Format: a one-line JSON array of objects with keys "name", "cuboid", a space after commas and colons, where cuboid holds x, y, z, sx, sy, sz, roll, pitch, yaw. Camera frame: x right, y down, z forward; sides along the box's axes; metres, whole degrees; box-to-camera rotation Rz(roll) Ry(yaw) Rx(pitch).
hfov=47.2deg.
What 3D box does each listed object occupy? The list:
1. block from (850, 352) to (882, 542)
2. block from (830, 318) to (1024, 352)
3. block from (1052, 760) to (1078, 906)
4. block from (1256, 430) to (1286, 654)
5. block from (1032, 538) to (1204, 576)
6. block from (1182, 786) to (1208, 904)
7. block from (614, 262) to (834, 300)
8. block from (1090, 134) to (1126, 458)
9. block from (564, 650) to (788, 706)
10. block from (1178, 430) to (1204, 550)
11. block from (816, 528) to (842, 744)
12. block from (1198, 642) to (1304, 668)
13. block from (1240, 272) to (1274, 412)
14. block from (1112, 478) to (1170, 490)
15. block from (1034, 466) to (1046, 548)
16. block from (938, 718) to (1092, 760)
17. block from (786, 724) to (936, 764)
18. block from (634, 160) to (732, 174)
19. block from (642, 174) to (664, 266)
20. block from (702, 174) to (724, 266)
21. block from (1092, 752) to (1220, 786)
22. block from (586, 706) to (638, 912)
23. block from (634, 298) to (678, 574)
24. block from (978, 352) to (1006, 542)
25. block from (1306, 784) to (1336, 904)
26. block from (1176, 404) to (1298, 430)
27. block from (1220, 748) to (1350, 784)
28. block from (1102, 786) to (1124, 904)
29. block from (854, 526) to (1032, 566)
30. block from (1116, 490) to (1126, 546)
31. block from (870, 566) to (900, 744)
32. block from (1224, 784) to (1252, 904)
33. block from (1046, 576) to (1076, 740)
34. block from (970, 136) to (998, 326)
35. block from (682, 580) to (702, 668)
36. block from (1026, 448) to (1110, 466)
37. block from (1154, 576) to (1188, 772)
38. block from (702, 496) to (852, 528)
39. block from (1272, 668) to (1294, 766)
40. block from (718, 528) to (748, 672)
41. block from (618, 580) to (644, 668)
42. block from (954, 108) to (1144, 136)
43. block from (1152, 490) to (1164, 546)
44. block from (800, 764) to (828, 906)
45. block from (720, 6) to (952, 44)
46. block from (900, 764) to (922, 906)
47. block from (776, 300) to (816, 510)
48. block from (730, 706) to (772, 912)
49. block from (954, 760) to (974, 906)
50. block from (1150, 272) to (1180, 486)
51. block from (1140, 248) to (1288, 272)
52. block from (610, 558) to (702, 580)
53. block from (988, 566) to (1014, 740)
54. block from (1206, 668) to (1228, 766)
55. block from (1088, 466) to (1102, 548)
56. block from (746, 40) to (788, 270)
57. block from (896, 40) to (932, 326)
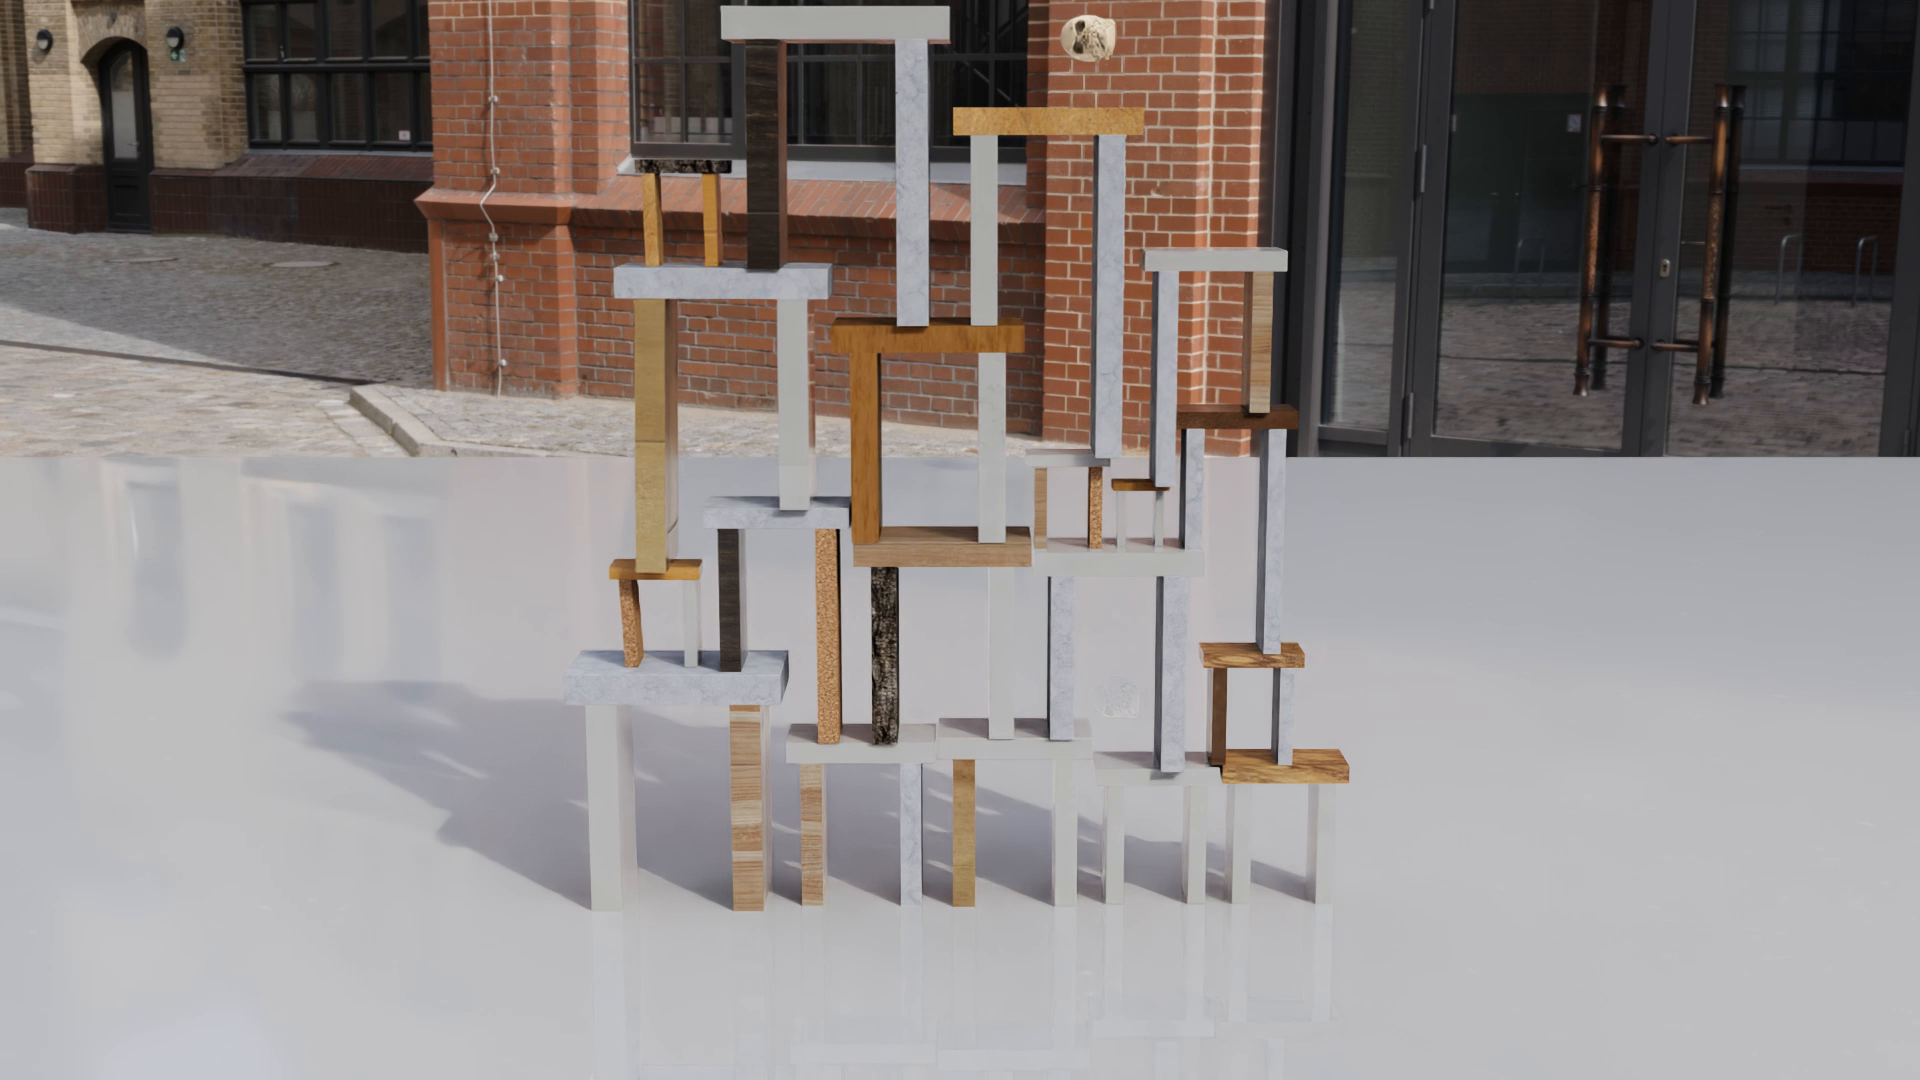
[{"name": "block", "cuboid": [-0.150, -0.158, 3.534, 0.043, 0.301, 0.151, 0, 11, 0]}, {"name": "block", "cuboid": [-0.050, -0.327, 3.502, 0.302, 0.043, 0.151, 0, 11, 0]}, {"name": "block", "cuboid": [0.173, 0.467, 3.645, 0.035, 0.250, 0.125, 0, 11, 0]}, {"name": "block", "cuboid": [0.503, -0.004, 3.560, 0.028, 0.366, 0.097, 0, 11, 0]}, {"name": "block", "cuboid": [0.254, 0.027, 3.560, 0.269, 0.038, 0.135, 0, 11, 0]}, {"name": "block", "cuboid": [0.389, 0.491, 3.650, 0.029, 0.203, 0.101, 0, 11, 0]}, {"name": "block", "cuboid": [-0.371, -0.412, 3.489, 0.331, 0.047, 0.166, 0, 10, 0]}, {"name": "block", "cuboid": [0.233, -0.388, 3.483, 0.041, 0.500, 0.146, 0, 11, 0]}, {"name": "block", "cuboid": [-0.460, 0.225, 3.604, 0.346, 0.049, 0.173, 0, 11, 0]}, {"name": "block", "cuboid": [0.373, -0.089, 3.544, 0.028, 0.194, 0.097, 0, 11, 0]}, {"name": "block", "cuboid": [-0.213, 0.145, 3.583, 0.033, 0.353, 0.117, 0, 10, 0]}, {"name": "block", "cuboid": [0.475, 0.188, 3.591, 0.163, 0.023, 0.081, 0, 11, 0]}, {"name": "block", "cuboid": [0.472, -0.319, 3.496, 0.031, 0.221, 0.111, 0, 11, 0]}, {"name": "block", "cuboid": [0.291, -0.089, 3.545, 0.091, 0.013, 0.045, 0, 11, 0]}, {"name": "block", "cuboid": [0.129, -0.057, 3.543, 0.019, 0.133, 0.067, 0, 11, 0]}, {"name": "block", "cuboid": [0.090, 0.327, 3.620, 0.250, 0.035, 0.125, 0, 11, 0]}, {"name": "block", "cuboid": [-0.161, 0.335, 3.624, 0.242, 0.034, 0.121, 0, 11, 0]}, {"name": "block", "cuboid": [-0.434, -0.587, 3.453, 0.144, 0.020, 0.072, 0, 10, -1]}, {"name": "block", "cuboid": [-0.484, -0.506, 3.468, 0.020, 0.144, 0.072, -1, 10, -1]}, {"name": "block", "cuboid": [-0.390, -0.506, 3.472, 0.020, 0.144, 0.072, -1, 10, 0]}, {"name": "block", "cuboid": [0.322, 0.377, 3.628, 0.203, 0.029, 0.101, 0, 11, 0]}, {"name": "block", "cuboid": [-0.576, 0.419, 3.640, 0.049, 0.347, 0.173, 0, 11, 0]}, {"name": "block", "cuboid": [-0.487, -0.176, 3.535, 0.047, 0.434, 0.166, 1, 11, 0]}, {"name": "block", "cuboid": [0.051, -0.158, 3.532, 0.043, 0.301, 0.151, 0, 11, 0]}, {"name": "block", "cuboid": [0.599, 0.489, 3.651, 0.029, 0.206, 0.103, 0, 11, 0]}, {"name": "block", "cuboid": [0.438, -0.198, 3.524, 0.194, 0.028, 0.097, 0, 11, 0]}, {"name": "block", "cuboid": [0.531, 0.373, 3.629, 0.206, 0.029, 0.103, 0, 11, 0]}, {"name": "block", "cuboid": [0.254, 0.491, 3.649, 0.029, 0.203, 0.101, 0, 11, 0]}, {"name": "block", "cuboid": [-0.028, 0.010, 3.565, 0.284, 0.040, 0.142, 0, 11, 0]}, {"name": "block", "cuboid": [0.259, -0.038, 3.556, 0.013, 0.091, 0.045, 0, 11, 0]}, {"name": "block", "cuboid": [-0.122, 0.174, 3.595, 0.040, 0.293, 0.142, 0, 10, 0]}, {"name": "block", "cuboid": [0.462, 0.489, 3.651, 0.029, 0.206, 0.103, 0, 11, 0]}, {"name": "block", "cuboid": [0.164, 0.177, 3.589, 0.038, 0.269, 0.135, 0, 11, 0]}, {"name": "block", "cuboid": [0.038, -0.490, 3.465, 0.041, 0.292, 0.146, 0, 11, 1]}, {"name": "block", "cuboid": [-0.436, 0.129, 3.588, 0.020, 0.144, 0.072, 0, 11, 0]}, {"name": "block", "cuboid": [0.173, -0.132, 3.529, 0.133, 0.019, 0.067, 0, 11, 0]}, {"name": "block", "cuboid": [0.344, 0.204, 3.593, 0.038, 0.324, 0.135, 0, 11, 0]}, {"name": "block", "cuboid": [-0.292, -0.045, 3.547, 0.234, 0.033, 0.117, 0, 10, 0]}, {"name": "block", "cuboid": [0.529, 0.279, 3.608, 0.023, 0.163, 0.081, 0, 11, 0]}, {"name": "block", "cuboid": [-0.369, 0.087, 3.572, 0.033, 0.234, 0.117, 0, 10, 0]}, {"name": "block", "cuboid": [-0.536, 0.129, 3.589, 0.020, 0.144, 0.072, -3, 11, 0]}, {"name": "block", "cuboid": [0.136, -0.654, 3.434, 0.292, 0.041, 0.146, 0, 11, 0]}, {"name": "block", "cuboid": [0.321, -0.038, 3.556, 0.013, 0.091, 0.045, 0, 11, 0]}, {"name": "block", "cuboid": [-0.242, 0.471, 3.649, 0.034, 0.242, 0.121, 0, 11, 0]}, {"name": "block", "cuboid": [-0.188, -0.799, 3.412, 0.347, 0.049, 0.173, 0, 10, 1]}, {"name": "block", "cuboid": [-0.080, 0.471, 3.649, 0.034, 0.242, 0.121, 0, 11, 0]}, {"name": "block", "cuboid": [-0.261, -0.225, 3.523, 0.047, 0.331, 0.166, 0, 10, 0]}, {"name": "block", "cuboid": [-0.345, 0.419, 3.640, 0.049, 0.347, 0.173, 0, 11, 0]}, {"name": "block", "cuboid": [0.007, 0.467, 3.646, 0.035, 0.250, 0.125, 0, 10, 0]}, {"name": "block", "cuboid": [0.325, -0.261, 3.506, 0.031, 0.340, 0.111, 0, 11, 0]}, {"name": "block", "cuboid": [0.398, -0.444, 3.473, 0.221, 0.031, 0.111, 0, 11, 0]}, {"name": "block", "cuboid": [-0.493, 0.047, 3.576, 0.144, 0.020, 0.072, 0, 11, -2]}, {"name": "block", "cuboid": [0.067, 0.169, 3.594, 0.040, 0.284, 0.142, 0, 11, 0]}, {"name": "block", "cuboid": [0.421, 0.279, 3.608, 0.023, 0.163, 0.081, 0, 11, 0]}, {"name": "block", "cuboid": [0.217, -0.057, 3.544, 0.019, 0.133, 0.067, 0, 11, 0]}, {"name": "block", "cuboid": [-0.302, -0.604, 3.449, 0.049, 0.346, 0.173, 0, 10, 0]}, {"name": "block", "cuboid": [-0.073, -0.561, 3.456, 0.049, 0.434, 0.173, 0, 11, 1]}]
